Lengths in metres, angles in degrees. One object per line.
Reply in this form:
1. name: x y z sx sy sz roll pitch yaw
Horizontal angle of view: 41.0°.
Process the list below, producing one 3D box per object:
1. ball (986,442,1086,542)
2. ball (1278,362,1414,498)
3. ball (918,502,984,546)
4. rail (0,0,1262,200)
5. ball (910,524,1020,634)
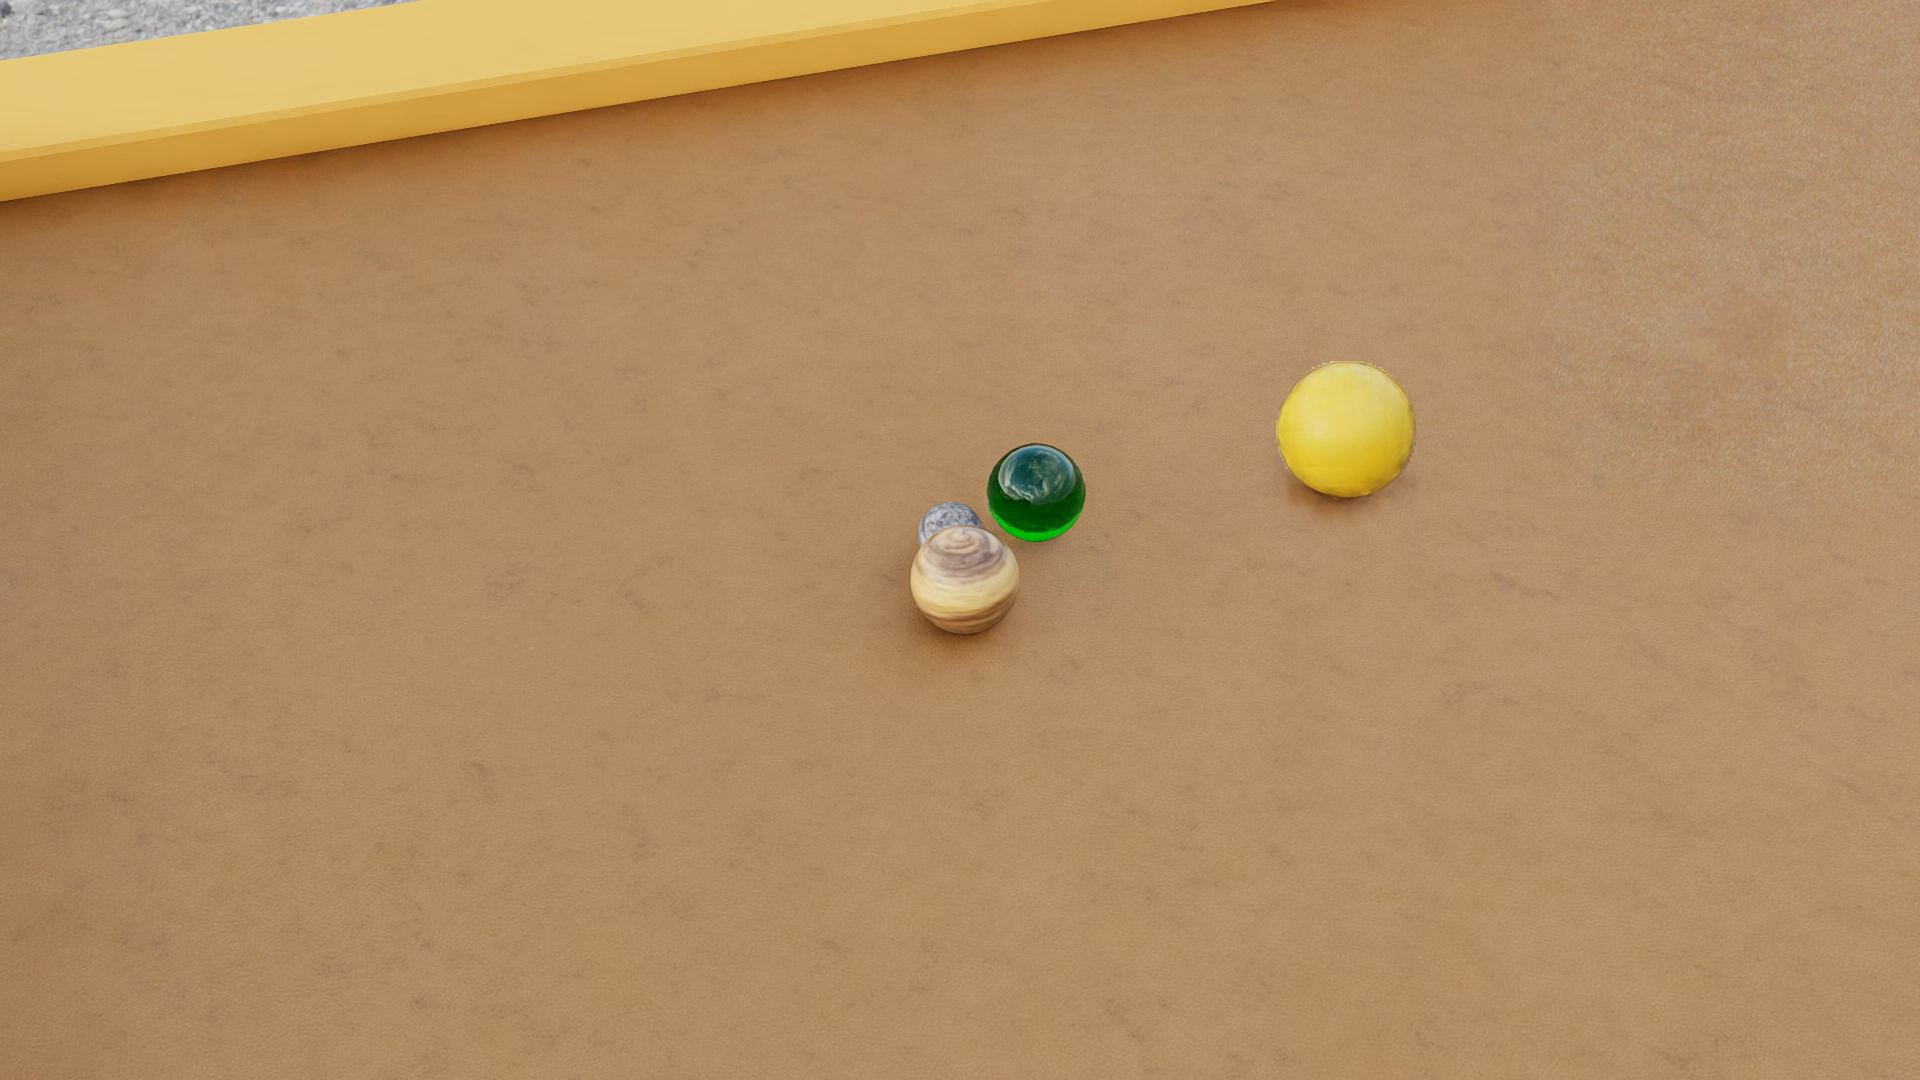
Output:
1. ball: 0.048 -0.030 1.602 0.062 0.062 0.062 0 35 0
2. ball: 0.247 -0.070 1.638 0.086 0.086 0.086 0 35 0
3. ball: -0.006 -0.003 1.583 0.041 0.041 0.041 0 35 0
4. rail: 0.366 -0.533 2.264 2.597 0.112 0.045 -12 37 -16
5. ball: 0.003 0.023 1.524 0.065 0.065 0.065 0 35 0
